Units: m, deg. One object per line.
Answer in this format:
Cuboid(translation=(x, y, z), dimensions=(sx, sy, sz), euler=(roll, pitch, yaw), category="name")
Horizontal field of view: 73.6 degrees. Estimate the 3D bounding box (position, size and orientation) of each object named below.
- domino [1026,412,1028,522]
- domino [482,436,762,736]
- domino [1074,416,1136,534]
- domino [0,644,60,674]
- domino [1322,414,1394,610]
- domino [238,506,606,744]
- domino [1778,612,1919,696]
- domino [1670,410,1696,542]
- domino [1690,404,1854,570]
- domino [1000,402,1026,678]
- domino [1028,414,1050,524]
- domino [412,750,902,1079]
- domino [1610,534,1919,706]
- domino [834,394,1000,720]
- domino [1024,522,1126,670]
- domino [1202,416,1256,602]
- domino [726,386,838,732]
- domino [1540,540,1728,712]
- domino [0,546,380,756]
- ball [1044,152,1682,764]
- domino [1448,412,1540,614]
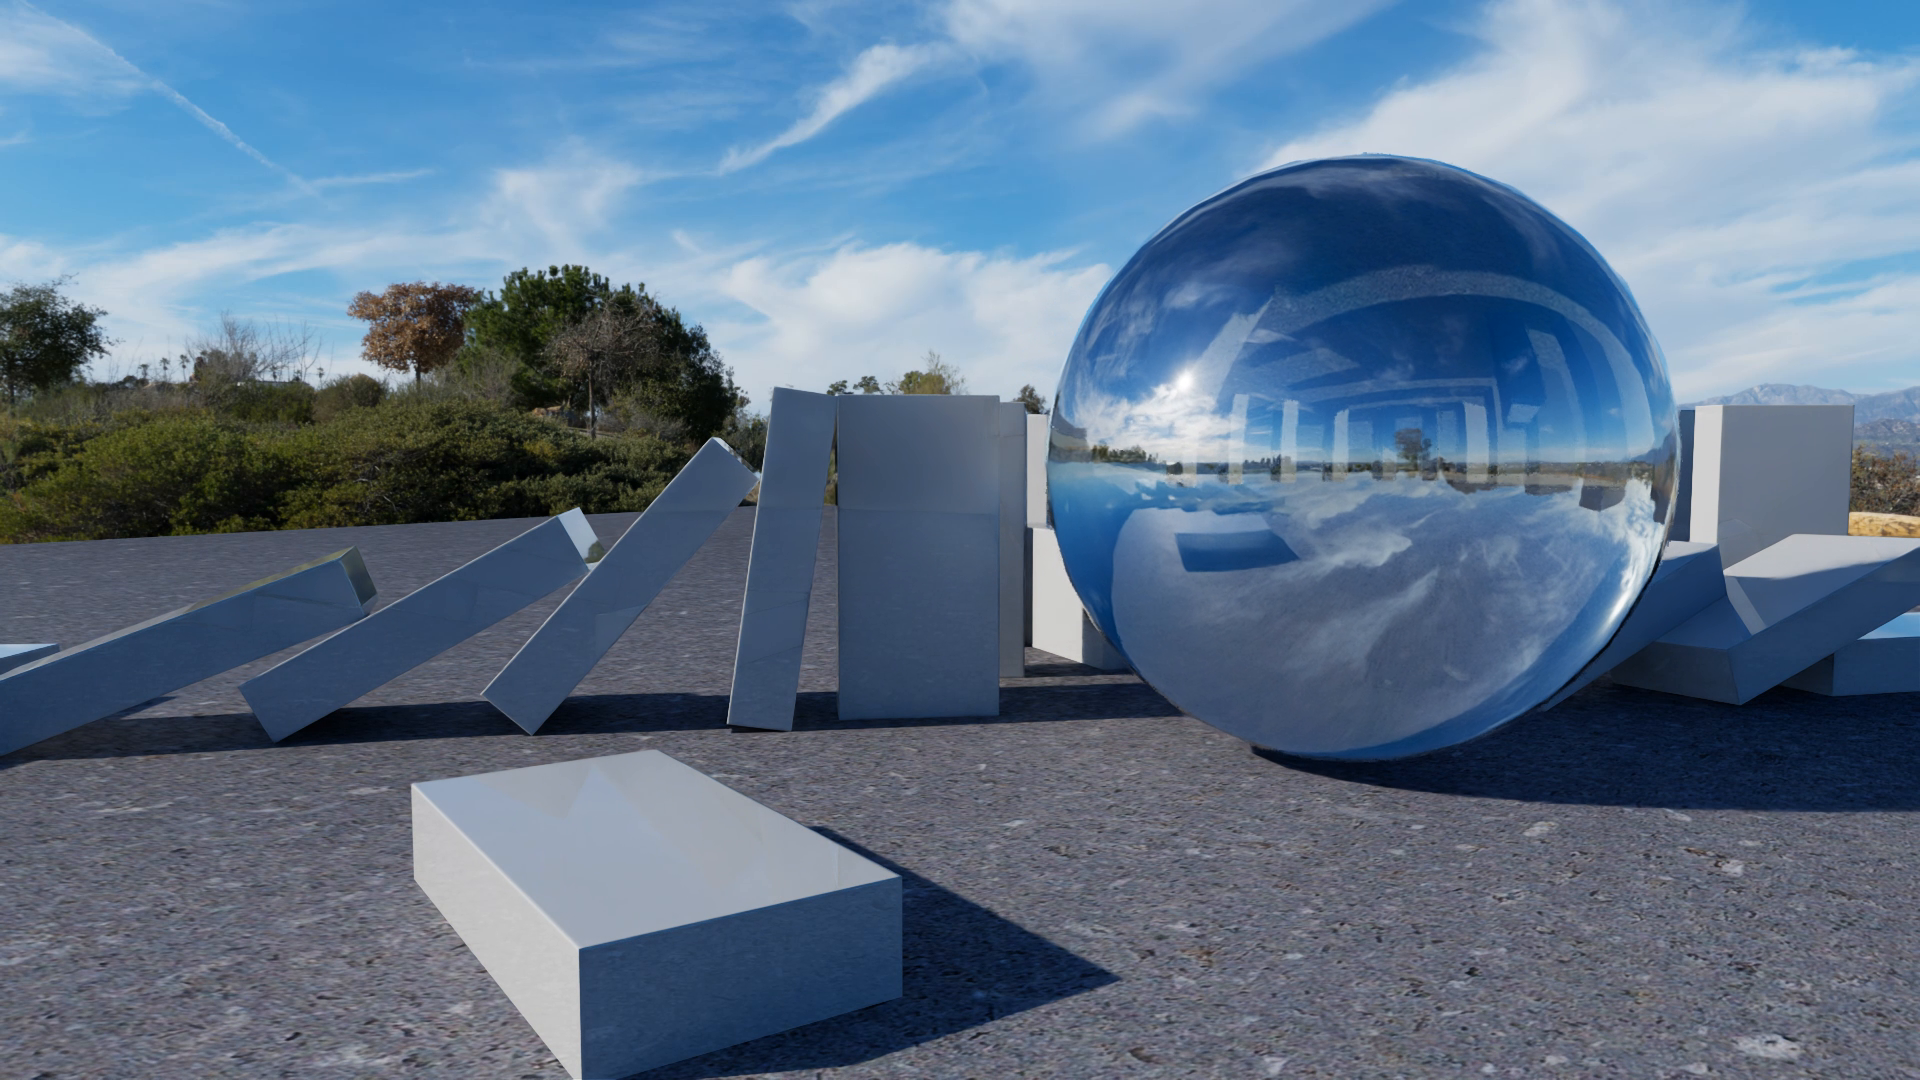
Cuboid(translation=(0.003, -0.005, 0.307), dimensions=(0.025, 0.050, 0.010), euler=(1, 4, 10), category="domino")
Cuboid(translation=(-0.051, 0.006, 0.200), dimensions=(0.010, 0.050, 0.025), euler=(42, -2, -9), category="domino")
Cuboid(translation=(0.040, -0.010, 0.362), dimensions=(0.009, 0.050, 0.025), euler=(-1, 4, -13), category="domino")
Cuboid(translation=(-0.160, 0.024, 0.187), dimensions=(0.025, 0.010, 0.050), euler=(0, 4, -5), category="domino")
Cuboid(translation=(0.106, -0.008, 0.341), dimensions=(0.010, 0.050, 0.025), euler=(3, 5, 36), category="domino")
Cuboid(translation=(-0.080, 0.012, 0.196), dimensions=(0.050, 0.010, 0.025), euler=(-29, 8, -6), category="domino")
Cuboid(translation=(0.168, 0.020, 0.234), dimensions=(0.050, 0.010, 0.025), euler=(-1, 4, -14), category="domino")
Cuboid(translation=(0.152, -0.004, 0.287), dimensions=(0.025, 0.050, 0.010), euler=(-2, 5, -25), category="domino")
Cuboid(translation=(0.159, -0.001, 0.253), dimensions=(0.025, 0.050, 0.010), euler=(0, 4, 2), category="domino")
Cuboid(translation=(-0.001, 0.000, 0.236), dimensions=(0.025, 0.050, 0.010), euler=(0, 4, -1), category="domino")
Cuboid(translation=(0.013, -0.008, 0.341), dimensions=(0.025, 0.050, 0.010), euler=(2, 5, 28), category="domino")
Cuboid(translation=(-0.029, 0.029, 0.112), dimensions=(0.025, 0.010, 0.050), euler=(-3, 5, -35), category="domino")
Cuboid(translation=(0.141, 0.013, 0.224), dimensions=(0.050, 0.009, 0.025), euler=(-22, 9, -18), category="domino")
Cuboid(translation=(-0.007, 0.002, 0.202), dimensions=(0.025, 0.050, 0.009), euler=(-1, 4, -8), category="domino")
Cuboid(translation=(0.022, 0.010, 0.266), dimensions=(0.010, 0.025, 0.050), euler=(-2, 5, -23), category="domino")
Cuboid(translation=(0.075, -0.009, 0.358), dimensions=(0.009, 0.050, 0.025), euler=(2, 5, 22), category="domino")
Cuboid(translation=(-0.028, 0.002, 0.200), dimensions=(0.009, 0.050, 0.025), euler=(8, 3, -8), category="domino")
Cuboid(translation=(0.107, 0.013, 0.224), dimensions=(0.050, 0.009, 0.025), euler=(-23, 14, -25), category="domino")
Cuboid(translation=(-0.114, 0.015, 0.190), dimensions=(0.050, 0.009, 0.025), euler=(-23, 11, -17), category="domino")
Cuboid(translation=(0.051, -0.010, 0.173), dimensions=(0.080, 0.080, 0.080), euler=(0, 4, 0), category="ball")
Cuboid(translation=(0.132, -0.006, 0.316), dimensions=(0.025, 0.050, 0.010), euler=(-4, 6, -41), category="domino")
